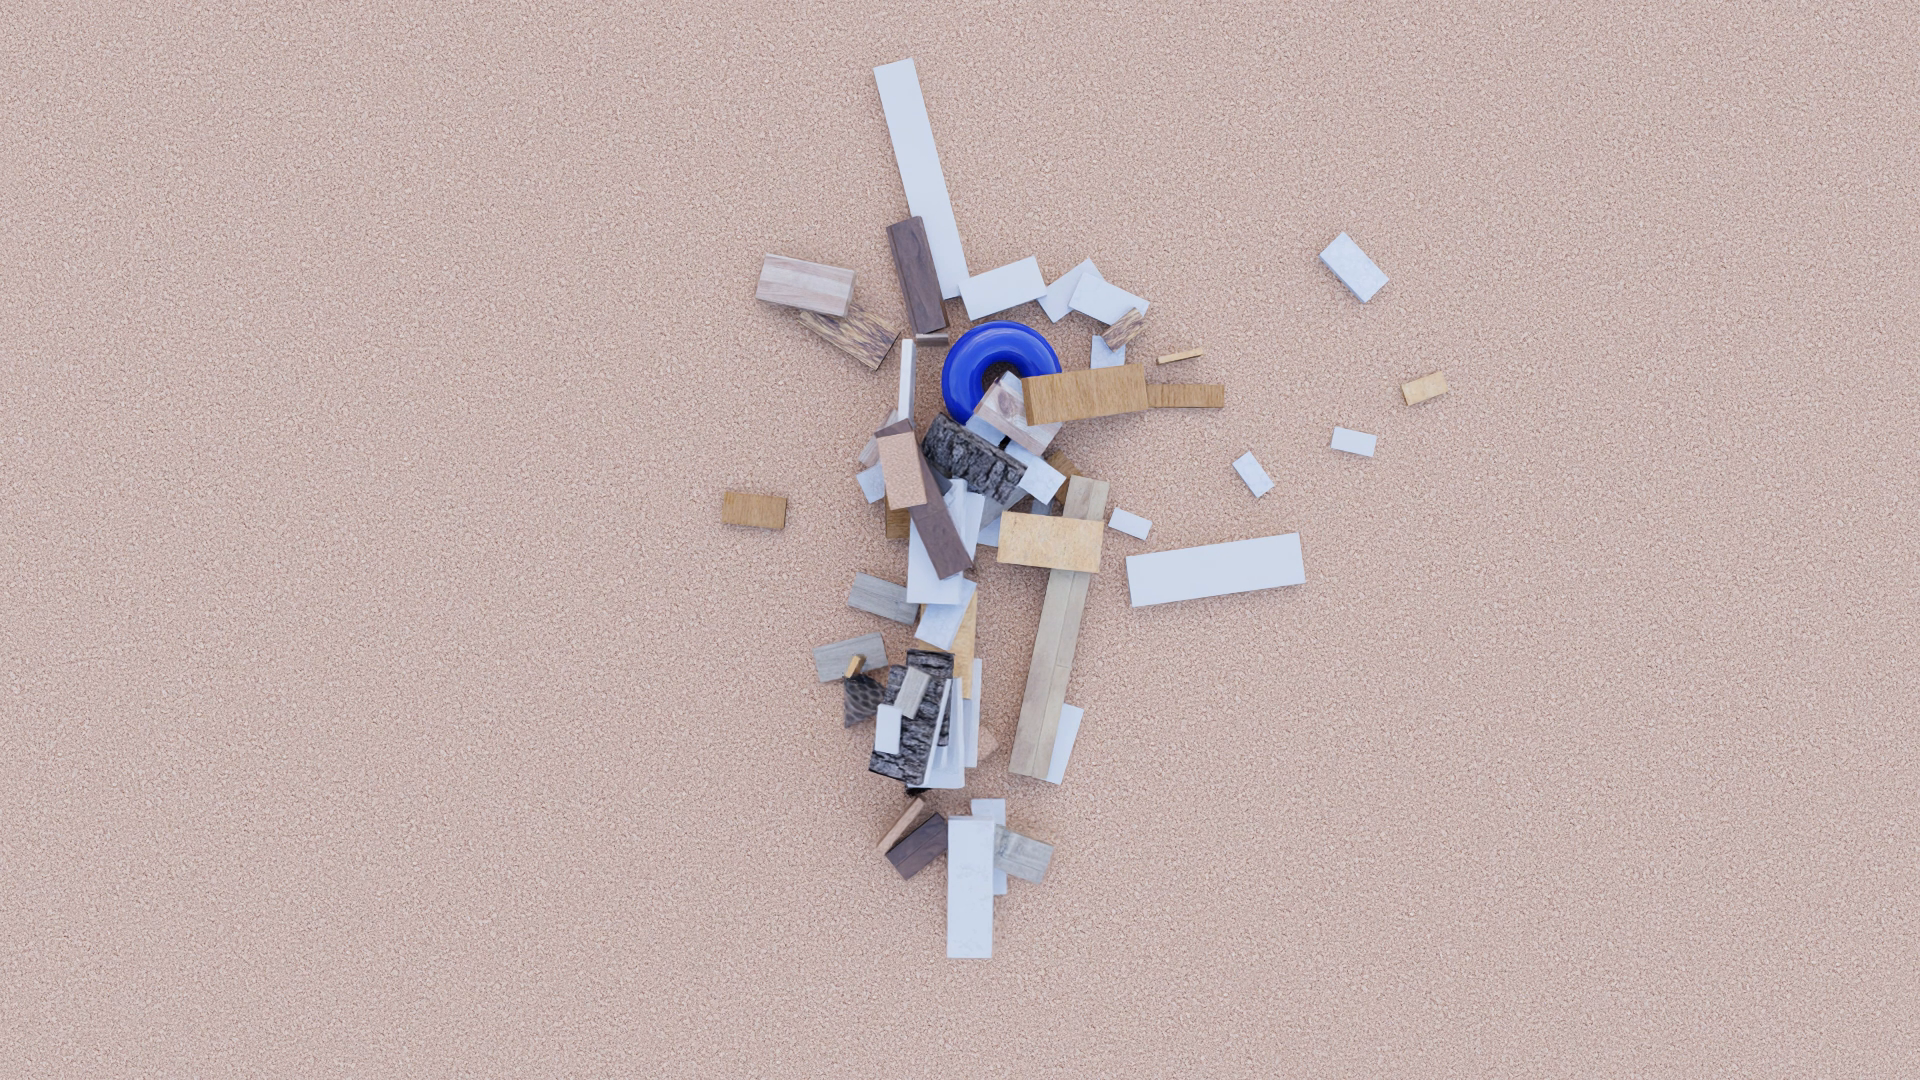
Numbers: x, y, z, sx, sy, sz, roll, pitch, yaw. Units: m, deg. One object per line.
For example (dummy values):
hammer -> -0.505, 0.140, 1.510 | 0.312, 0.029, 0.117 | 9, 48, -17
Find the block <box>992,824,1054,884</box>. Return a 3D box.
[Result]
block -> 0.164, 1.030, 5.450 | 0.262, 0.037, 0.131 | 20, 89, -2

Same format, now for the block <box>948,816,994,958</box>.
block -> 0.033, 1.141, 5.420 | 0.146, 0.041, 0.488 | 1, 104, 0

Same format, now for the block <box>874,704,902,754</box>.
block -> -0.223, 0.586, 5.117 | 0.073, 0.021, 0.146 | 9, 102, 22

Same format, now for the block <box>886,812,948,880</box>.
block -> -0.127, 1.019, 5.484 | 0.222, 0.031, 0.111 | -39, 90, 0

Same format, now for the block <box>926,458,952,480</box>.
block -> -0.077, -0.237, 5.453 | 0.112, 0.032, 0.223 | 11, 90, -39

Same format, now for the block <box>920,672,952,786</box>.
block -> -0.151, 0.584, 5.192 | 0.171, 0.049, 0.343 | 14, 95, 19

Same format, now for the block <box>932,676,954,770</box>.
block -> -0.109, 0.575, 5.269 | 0.146, 0.041, 0.293 | 6, 92, 20

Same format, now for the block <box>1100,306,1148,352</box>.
block -> 0.542, -0.695, 5.449 | 0.148, 0.021, 0.074 | -39, 100, 1

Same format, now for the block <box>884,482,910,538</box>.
block -> -0.188, -0.122, 5.453 | 0.115, 0.033, 0.230 | -2, 100, -13

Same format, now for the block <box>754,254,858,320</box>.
block -> -0.507, -0.837, 5.441 | 0.310, 0.044, 0.155 | 13, 86, 12

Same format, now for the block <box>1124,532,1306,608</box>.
block -> 0.845, 0.098, 5.476 | 0.577, 0.047, 0.167 | -8, 90, 0

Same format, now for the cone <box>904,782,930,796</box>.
cone -> -0.098, 0.795, 5.472 | 0.127, 0.127, 0.127 | 11, 90, -27

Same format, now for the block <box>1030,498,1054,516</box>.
block -> 0.265, -0.076, 5.491 | 0.066, 0.019, 0.132 | 13, 90, 0

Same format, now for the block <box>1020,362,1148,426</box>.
block -> 0.410, -0.475, 5.368 | 0.448, 0.044, 0.155 | -10, 94, -29

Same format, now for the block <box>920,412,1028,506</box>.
block -> 0.039, -0.262, 5.326 | 0.335, 0.167, 0.047 | 32, 50, 0

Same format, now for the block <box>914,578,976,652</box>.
block -> -0.047, 0.229, 5.384 | 0.120, 0.034, 0.239 | 22, 90, 21

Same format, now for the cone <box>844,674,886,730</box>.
cone -> -0.344, 0.566, 5.461 | 0.172, 0.172, 0.172 | 32, 117, 0

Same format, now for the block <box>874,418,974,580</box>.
block -> -0.116, -0.130, 5.284 | 0.116, 0.033, 0.518 | -24, 92, 9

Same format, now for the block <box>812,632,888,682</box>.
block -> -0.364, 0.388, 5.484 | 0.232, 0.033, 0.116 | -14, 90, 0

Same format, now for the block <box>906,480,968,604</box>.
block -> -0.075, 0.005, 5.357 | 0.171, 0.049, 0.404 | 2, 88, 15

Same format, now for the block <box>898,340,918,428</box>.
block -> -0.175, -0.435, 5.399 | 0.033, 0.115, 0.427 | 1, 78, 7

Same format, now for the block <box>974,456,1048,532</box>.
block -> 0.132, -0.154, 5.441 | 0.367, 0.032, 0.112 | -39, 102, 0

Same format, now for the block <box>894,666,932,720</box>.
block -> -0.149, 0.472, 5.102 | 0.073, 0.021, 0.146 | 25, 99, 18

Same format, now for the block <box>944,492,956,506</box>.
block -> -0.092, -0.159, 5.335 | 0.073, 0.021, 0.146 | -45, 77, 9

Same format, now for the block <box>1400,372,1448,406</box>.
block -> 1.545, -0.504, 5.490 | 0.142, 0.020, 0.071 | -20, 90, 0

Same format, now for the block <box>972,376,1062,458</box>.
block -> 0.188, -0.394, 5.319 | 0.269, 0.038, 0.135 | 33, 96, -25

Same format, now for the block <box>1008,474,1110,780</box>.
block -> 0.326, 0.286, 5.446 | 0.131, 0.037, 0.999 | 12, 90, 0

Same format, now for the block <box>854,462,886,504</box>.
block -> -0.231, -0.215, 5.460 | 0.207, 0.029, 0.104 | -27, 104, -7

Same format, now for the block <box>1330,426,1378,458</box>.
block -> 1.309, -0.326, 5.490 | 0.142, 0.020, 0.071 | 12, 90, 0

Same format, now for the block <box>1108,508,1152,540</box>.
block -> 0.566, -0.054, 5.491 | 0.132, 0.019, 0.066 | 21, 90, 0

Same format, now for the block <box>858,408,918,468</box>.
block -> -0.242, -0.326, 5.485 | 0.104, 0.029, 0.207 | 33, 90, 0

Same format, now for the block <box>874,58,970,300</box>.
block -> -0.122, -1.193, 5.481 | 0.135, 0.038, 0.801 | -15, 90, 0

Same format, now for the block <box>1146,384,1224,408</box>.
block -> 0.747, -0.479, 5.490 | 0.265, 0.021, 0.074 | 0, 90, 0

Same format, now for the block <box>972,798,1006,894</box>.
block -> 0.096, 1.018, 5.484 | 0.111, 0.031, 0.315 | -1, 90, 0
